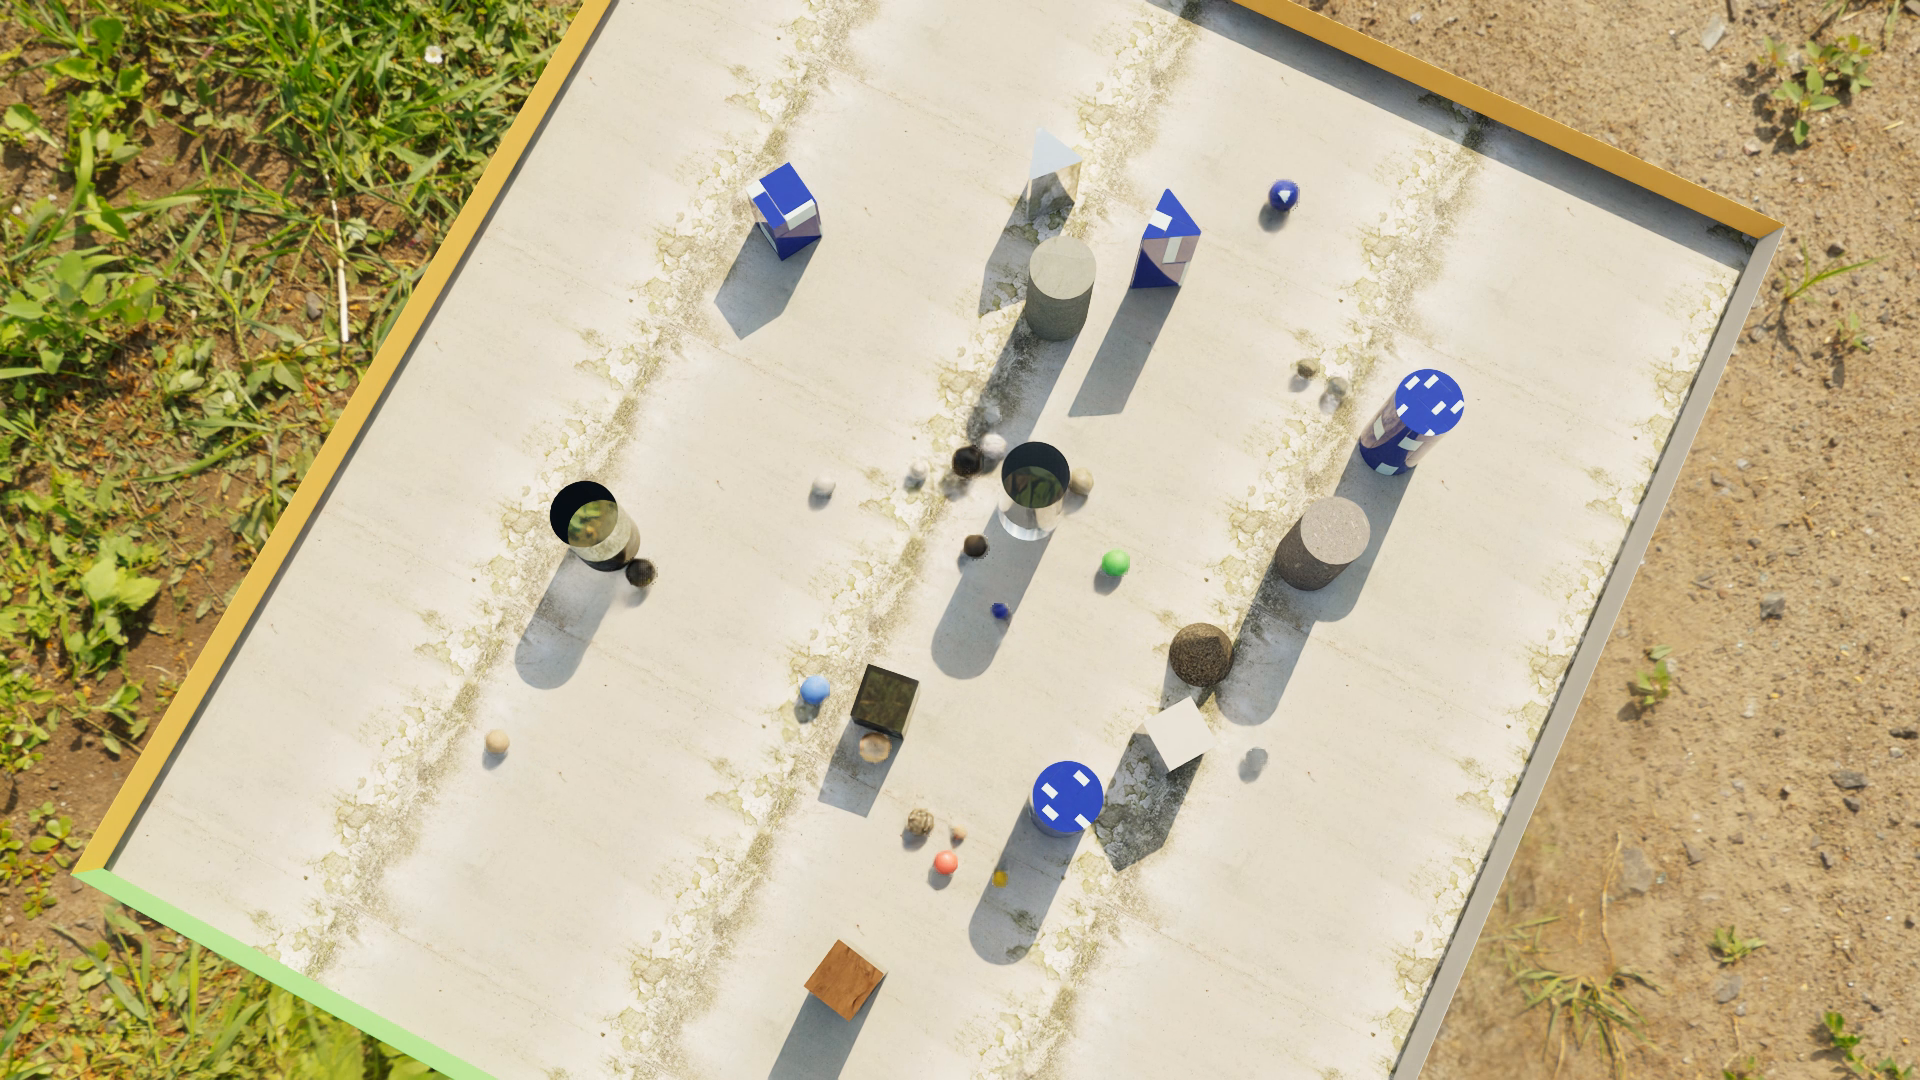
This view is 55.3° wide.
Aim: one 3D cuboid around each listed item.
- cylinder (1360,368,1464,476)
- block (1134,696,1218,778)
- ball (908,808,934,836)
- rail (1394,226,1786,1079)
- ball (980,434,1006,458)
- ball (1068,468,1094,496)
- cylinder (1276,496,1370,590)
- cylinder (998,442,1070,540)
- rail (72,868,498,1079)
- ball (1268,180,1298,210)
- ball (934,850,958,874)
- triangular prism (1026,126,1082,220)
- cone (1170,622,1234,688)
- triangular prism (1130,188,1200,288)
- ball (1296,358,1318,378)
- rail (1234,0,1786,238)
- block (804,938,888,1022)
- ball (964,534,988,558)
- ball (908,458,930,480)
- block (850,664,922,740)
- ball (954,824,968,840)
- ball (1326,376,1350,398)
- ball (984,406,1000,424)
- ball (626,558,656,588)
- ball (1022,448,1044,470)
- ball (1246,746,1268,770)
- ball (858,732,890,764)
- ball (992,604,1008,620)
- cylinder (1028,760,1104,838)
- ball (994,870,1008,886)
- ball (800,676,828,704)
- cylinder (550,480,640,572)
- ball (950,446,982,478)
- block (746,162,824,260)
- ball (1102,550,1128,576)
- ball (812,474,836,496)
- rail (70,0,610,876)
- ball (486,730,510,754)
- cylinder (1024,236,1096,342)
[{"bbox_3d":[1.335,-0.344,5.444,0.197,0.477,0.197,0,78,0],"label":"cylinder"},{"bbox_3d":[0.626,0.579,5.350,0.158,0.288,0.158,-28,80,-6],"label":"block"},{"bbox_3d":[-0.114,0.830,5.404,0.079,0.079,0.079,0,78,0],"label":"ball"},{"bbox_3d":[1.635,0.807,5.383,0.045,0.128,4.071,26,80,5],"label":"rail"},{"bbox_3d":[0.102,-0.290,5.637,0.077,0.077,0.077,0,78,0],"label":"ball"},{"bbox_3d":[0.369,-0.178,5.611,0.083,0.083,0.083,0,78,0],"label":"ball"},{"bbox_3d":[1.062,0.016,5.395,0.197,0.428,0.197,0,78,0],"label":"cylinder"},{"bbox_3d":[0.214,-0.140,5.418,0.197,0.445,0.197,0,78,0],"label":"cylinder"},{"bbox_3d":[-0.900,1.769,5.184,3.704,0.128,0.045,26,80,5],"label":"rail"},{"bbox_3d":[1.022,-1.089,5.794,0.094,0.094,0.094,0,78,0],"label":"ball"},{"bbox_3d":[-0.040,0.947,5.385,0.070,0.070,0.070,0,78,0],"label":"ball"},{"bbox_3d":[0.264,-1.149,5.685,0.171,0.331,0.148,-21,79,-4],"label":"triangular prism"},{"bbox_3d":[0.731,0.309,5.361,0.197,0.375,0.197,0,78,0],"label":"cone"},{"bbox_3d":[0.615,-0.918,5.584,0.171,0.436,0.148,-4,78,-1],"label":"triangular prism"},{"bbox_3d":[1.078,-0.533,5.695,0.063,0.063,0.063,0,78,0],"label":"ball"},{"bbox_3d":[0.900,-1.755,5.913,3.704,0.128,0.045,26,80,5],"label":"rail"},{"bbox_3d":[-0.317,1.237,5.176,0.158,0.361,0.158,36,81,7],"label":"block"},{"bbox_3d":[0.046,0.018,5.576,0.073,0.073,0.073,0,78,0],"label":"ball"},{"bbox_3d":[-0.125,-0.219,5.629,0.065,0.065,0.065,0,78,0],"label":"ball"},{"bbox_3d":[-0.217,0.479,5.395,0.158,0.239,0.158,18,79,4],"label":"block"},{"bbox_3d":[0.001,0.863,5.417,0.042,0.042,0.042,0,78,0],"label":"ball"},{"bbox_3d":[1.170,-0.472,5.679,0.070,0.070,0.070,0,78,0],"label":"ball"},{"bbox_3d":[0.099,-0.388,5.670,0.053,0.053,0.053,0,78,0],"label":"ball"},{"bbox_3d":[-0.967,0.099,5.551,0.089,0.089,0.089,0,78,0],"label":"ball"},{"bbox_3d":[0.223,-0.250,5.633,0.069,0.069,0.069,0,78,0],"label":"ball"},{"bbox_3d":[0.883,0.647,5.448,0.068,0.068,0.068,0,78,0],"label":"ball"},{"bbox_3d":[-0.254,0.616,5.442,0.093,0.093,0.093,0,78,0],"label":"ball"},{"bbox_3d":[0.121,0.217,5.547,0.048,0.048,0.048,0,78,0],"label":"ball"},{"bbox_3d":[0.299,0.749,5.266,0.197,0.383,0.197,0,78,0],"label":"cylinder"},{"bbox_3d":[0.119,0.994,5.390,0.041,0.041,0.041,0,78,0],"label":"ball"},{"bbox_3d":[-0.436,0.449,5.481,0.084,0.084,0.084,0,78,0],"label":"ball"},{"bbox_3d":[-1.077,-0.037,5.433,0.197,0.375,0.197,0,78,0],"label":"cylinder"},{"bbox_3d":[0.021,-0.239,5.616,0.099,0.099,0.099,0,78,0],"label":"ball"},{"bbox_3d":[-0.542,-1.017,5.687,0.158,0.273,0.158,-33,80,-6],"label":"block"},{"bbox_3d":[0.470,0.068,5.560,0.082,0.082,0.082,0,78,0],"label":"ball"},{"bbox_3d":[-0.417,-0.168,5.616,0.070,0.070,0.070,0,78,0],"label":"ball"},{"bbox_3d":[-1.635,-0.794,5.714,0.045,0.128,4.071,26,80,5],"label":"rail"},{"bbox_3d":[-1.377,0.602,5.456,0.070,0.070,0.070,0,78,0],"label":"ball"},{"bbox_3d":[0.302,-0.759,5.569,0.197,0.401,0.197,0,78,0],"label":"cylinder"}]
